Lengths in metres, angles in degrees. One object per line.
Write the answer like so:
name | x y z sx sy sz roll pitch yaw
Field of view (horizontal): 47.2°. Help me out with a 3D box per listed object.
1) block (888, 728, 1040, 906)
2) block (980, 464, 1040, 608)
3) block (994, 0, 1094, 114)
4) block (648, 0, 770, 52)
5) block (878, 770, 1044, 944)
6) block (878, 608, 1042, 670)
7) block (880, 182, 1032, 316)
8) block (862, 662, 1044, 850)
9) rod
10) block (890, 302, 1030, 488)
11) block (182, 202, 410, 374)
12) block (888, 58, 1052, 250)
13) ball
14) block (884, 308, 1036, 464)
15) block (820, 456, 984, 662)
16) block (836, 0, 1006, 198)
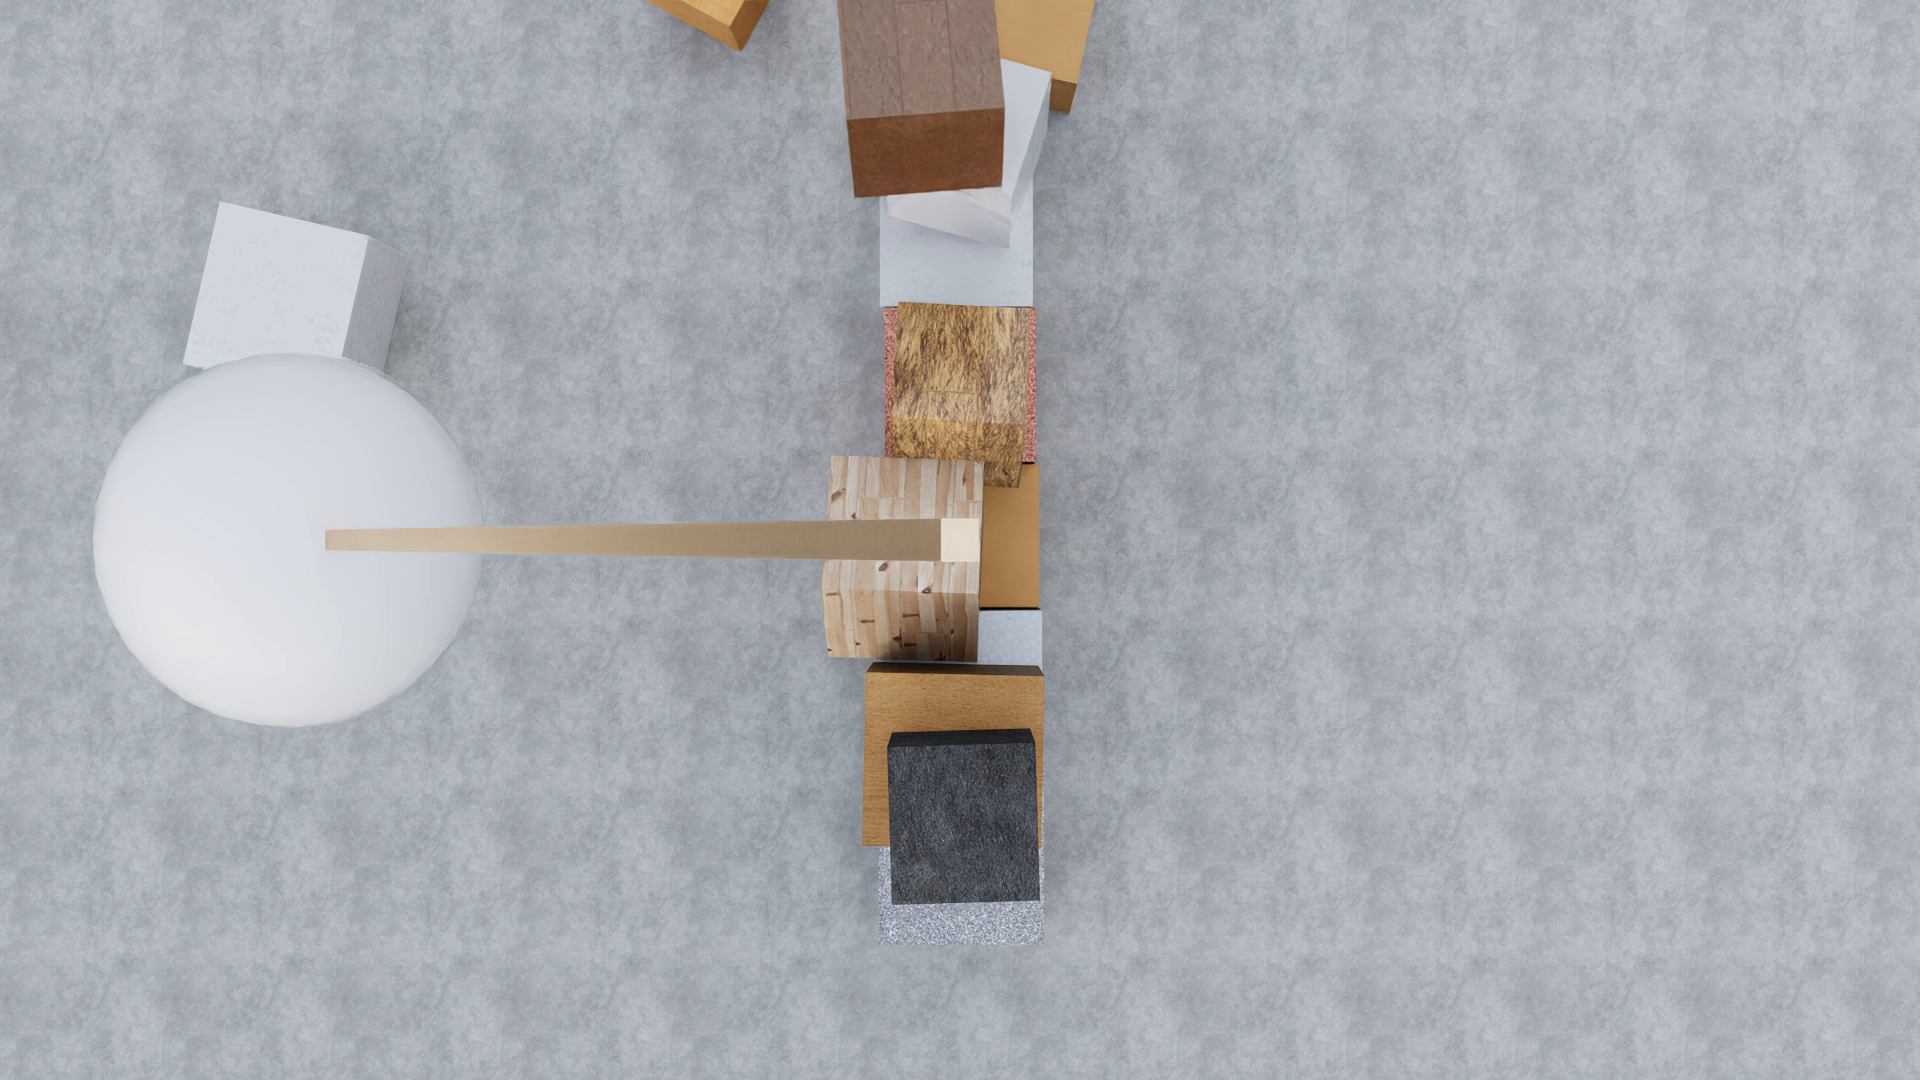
block | 0.017 1.323 10.642 0.692 0.795 0.736 -2 90 0
block | -0.017 -0.024 12.615 0.917 0.771 0.794 0 90 0
block | 0.326 -2.966 12.574 0.813 0.852 0.738 12 90 0
block | -1.451 -3.298 12.676 0.677 0.649 0.578 29 90 0
block | 0.008 1.770 12.607 0.919 0.785 0.954 0 90 0
block | 0.000 0.837 12.491 0.896 1.018 0.900 0 90 0
block | -0.019 -1.768 12.564 0.843 0.872 0.960 0 90 0
block | -0.033 1.110 11.511 0.899 0.943 0.871 1 90 0
rod | -1.231 0.000 6.374 0.080 5.200 0.080 0 90 -28
block | 0.000 -0.761 11.624 0.689 0.689 0.695 3 63 0
block | -3.768 -1.324 12.556 0.843 0.888 0.917 13 90 0
block | 0.047 -2.104 11.731 0.682 0.679 0.732 16 74 5
ball | -2.841 0.000 9.369 1.600 1.600 1.600 0 90 0
block | 0.003 -0.855 12.544 0.831 0.912 0.846 0 90 0
block | -0.290 0.107 11.688 0.803 0.789 0.788 2 61 1
block | -0.197 -2.301 10.985 0.759 0.864 0.829 -5 74 -1
